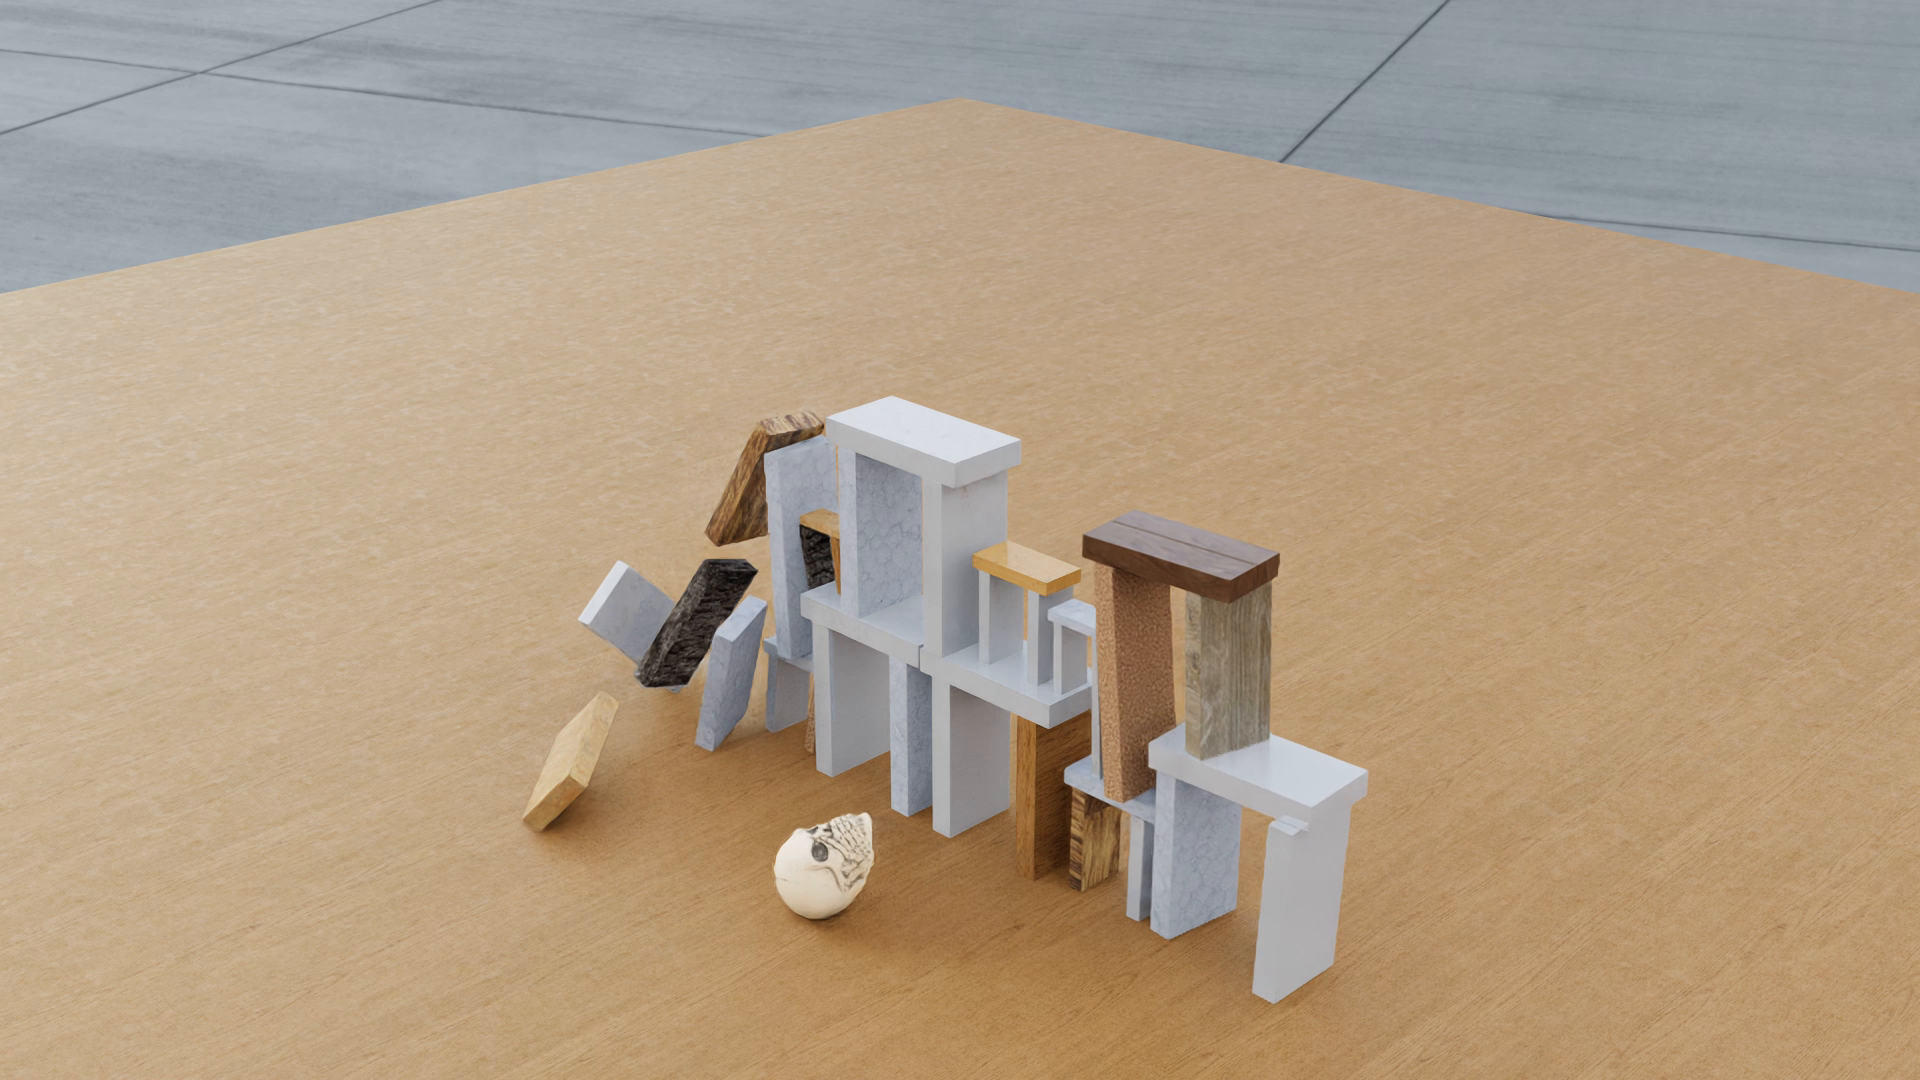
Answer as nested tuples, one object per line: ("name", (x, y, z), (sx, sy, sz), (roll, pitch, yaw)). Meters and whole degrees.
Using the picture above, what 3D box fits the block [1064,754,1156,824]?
("block", (0.311, 0.456, 4.087), (0.218, 0.031, 0.109), (21, 31, 41))

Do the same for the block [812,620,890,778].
("block", (-0.224, 0.306, 4.596), (0.049, 0.346, 0.173), (21, 31, 40))

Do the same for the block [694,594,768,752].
("block", (-0.486, 0.284, 4.666), (0.044, 0.313, 0.157), (23, 37, 12))

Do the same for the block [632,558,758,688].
("block", (-0.569, 0.178, 4.737), (0.044, 0.310, 0.155), (39, 15, 22))

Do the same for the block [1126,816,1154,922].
("block", (0.361, 0.591, 4.088), (0.109, 0.218, 0.031), (-21, 32, -41))

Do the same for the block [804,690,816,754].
("block", (-0.274, 0.354, 4.675), (0.098, 0.195, 0.028), (-21, 44, -41))

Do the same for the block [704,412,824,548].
("block", (-0.409, -0.126, 4.589), (0.155, 0.310, 0.044), (-14, 53, -47))

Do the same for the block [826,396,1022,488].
("block", (-0.073, -0.191, 4.227), (0.355, 0.050, 0.178), (21, 31, 41))

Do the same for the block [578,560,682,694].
("block", (-0.690, 0.195, 4.868), (0.044, 0.313, 0.157), (20, 72, 45))

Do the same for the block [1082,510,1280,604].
("block", (0.384, 0.026, 3.836), (0.309, 0.044, 0.154), (18, 29, 36))

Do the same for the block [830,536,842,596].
("block", (-0.229, 0.045, 4.486), (0.062, 0.123, 0.017), (-21, 22, -41))

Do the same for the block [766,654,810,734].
("block", (-0.372, 0.315, 4.766), (0.098, 0.195, 0.028), (-21, 38, -41))

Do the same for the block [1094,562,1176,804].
("block", (0.319, 0.238, 3.976), (0.154, 0.455, 0.044), (-21, 26, -41))

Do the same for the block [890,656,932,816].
("block", (-0.061, 0.370, 4.447), (0.049, 0.346, 0.173), (21, 31, 41))

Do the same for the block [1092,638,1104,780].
("block", (0.274, 0.301, 4.050), (0.020, 0.284, 0.071), (19, 30, 41))

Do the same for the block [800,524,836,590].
("block", (-0.284, 0.104, 4.567), (0.062, 0.295, 0.017), (-21, 20, -40))

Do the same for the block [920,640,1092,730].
("block", (0.104, 0.256, 4.219), (0.171, 0.048, 0.342), (-21, 31, -41))

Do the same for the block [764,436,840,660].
("block", (-0.320, 0.017, 4.575), (0.155, 0.445, 0.044), (-21, 28, -40))

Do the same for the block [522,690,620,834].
("block", (-0.792, 0.449, 4.480), (0.044, 0.157, 0.313), (40, 24, -16))

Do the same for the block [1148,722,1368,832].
("block", (0.521, 0.402, 3.864), (0.346, 0.049, 0.173), (19, 30, 39))

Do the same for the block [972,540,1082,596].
("block", (0.124, 0.052, 4.118), (0.095, 0.027, 0.190), (-21, 31, -41))

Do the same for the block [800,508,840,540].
("block", (-0.264, -0.034, 4.491), (0.062, 0.017, 0.123), (-21, 30, -40))

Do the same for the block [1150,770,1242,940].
("block", (0.435, 0.547, 4.029), (0.173, 0.346, 0.049), (-17, 28, -34))

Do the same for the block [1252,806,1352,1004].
("block", (0.598, 0.624, 3.846), (0.173, 0.346, 0.049), (-21, 33, -41))

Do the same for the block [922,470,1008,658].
("block", (0.011, 0.030, 4.230), (0.178, 0.360, 0.050), (-21, 31, -41))

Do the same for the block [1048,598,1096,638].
("block", (0.237, 0.147, 4.024), (0.142, 0.020, 0.071), (21, 30, 40))

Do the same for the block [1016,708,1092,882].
("block", (0.185, 0.467, 4.221), (0.048, 0.342, 0.171), (21, 31, 41))

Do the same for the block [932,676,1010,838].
("block", (0.023, 0.405, 4.370), (0.048, 0.342, 0.171), (21, 31, 41))

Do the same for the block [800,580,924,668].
("block", (-0.143, 0.156, 4.445), (0.346, 0.049, 0.173), (21, 31, 41))

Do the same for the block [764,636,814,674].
("block", (-0.313, 0.238, 4.660), (0.195, 0.028, 0.098), (20, 30, 38))

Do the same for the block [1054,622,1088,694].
("block", (0.205, 0.209, 4.085), (0.071, 0.142, 0.020), (-21, 30, -41))

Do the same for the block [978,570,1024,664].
("block", (0.079, 0.134, 4.201), (0.095, 0.190, 0.027), (-21, 31, -41))

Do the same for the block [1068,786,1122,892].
("block", (0.259, 0.551, 4.183), (0.109, 0.218, 0.031), (-21, 32, -41))

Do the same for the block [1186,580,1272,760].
("block", (0.469, 0.218, 3.839), (0.154, 0.309, 0.044), (-13, 23, -28))

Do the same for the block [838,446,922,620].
("block", (-0.157, -0.037, 4.383), (0.050, 0.355, 0.178), (21, 31, 41))

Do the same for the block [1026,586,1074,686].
("block", (0.169, 0.169, 4.119), (0.095, 0.190, 0.027), (-21, 31, -41))
